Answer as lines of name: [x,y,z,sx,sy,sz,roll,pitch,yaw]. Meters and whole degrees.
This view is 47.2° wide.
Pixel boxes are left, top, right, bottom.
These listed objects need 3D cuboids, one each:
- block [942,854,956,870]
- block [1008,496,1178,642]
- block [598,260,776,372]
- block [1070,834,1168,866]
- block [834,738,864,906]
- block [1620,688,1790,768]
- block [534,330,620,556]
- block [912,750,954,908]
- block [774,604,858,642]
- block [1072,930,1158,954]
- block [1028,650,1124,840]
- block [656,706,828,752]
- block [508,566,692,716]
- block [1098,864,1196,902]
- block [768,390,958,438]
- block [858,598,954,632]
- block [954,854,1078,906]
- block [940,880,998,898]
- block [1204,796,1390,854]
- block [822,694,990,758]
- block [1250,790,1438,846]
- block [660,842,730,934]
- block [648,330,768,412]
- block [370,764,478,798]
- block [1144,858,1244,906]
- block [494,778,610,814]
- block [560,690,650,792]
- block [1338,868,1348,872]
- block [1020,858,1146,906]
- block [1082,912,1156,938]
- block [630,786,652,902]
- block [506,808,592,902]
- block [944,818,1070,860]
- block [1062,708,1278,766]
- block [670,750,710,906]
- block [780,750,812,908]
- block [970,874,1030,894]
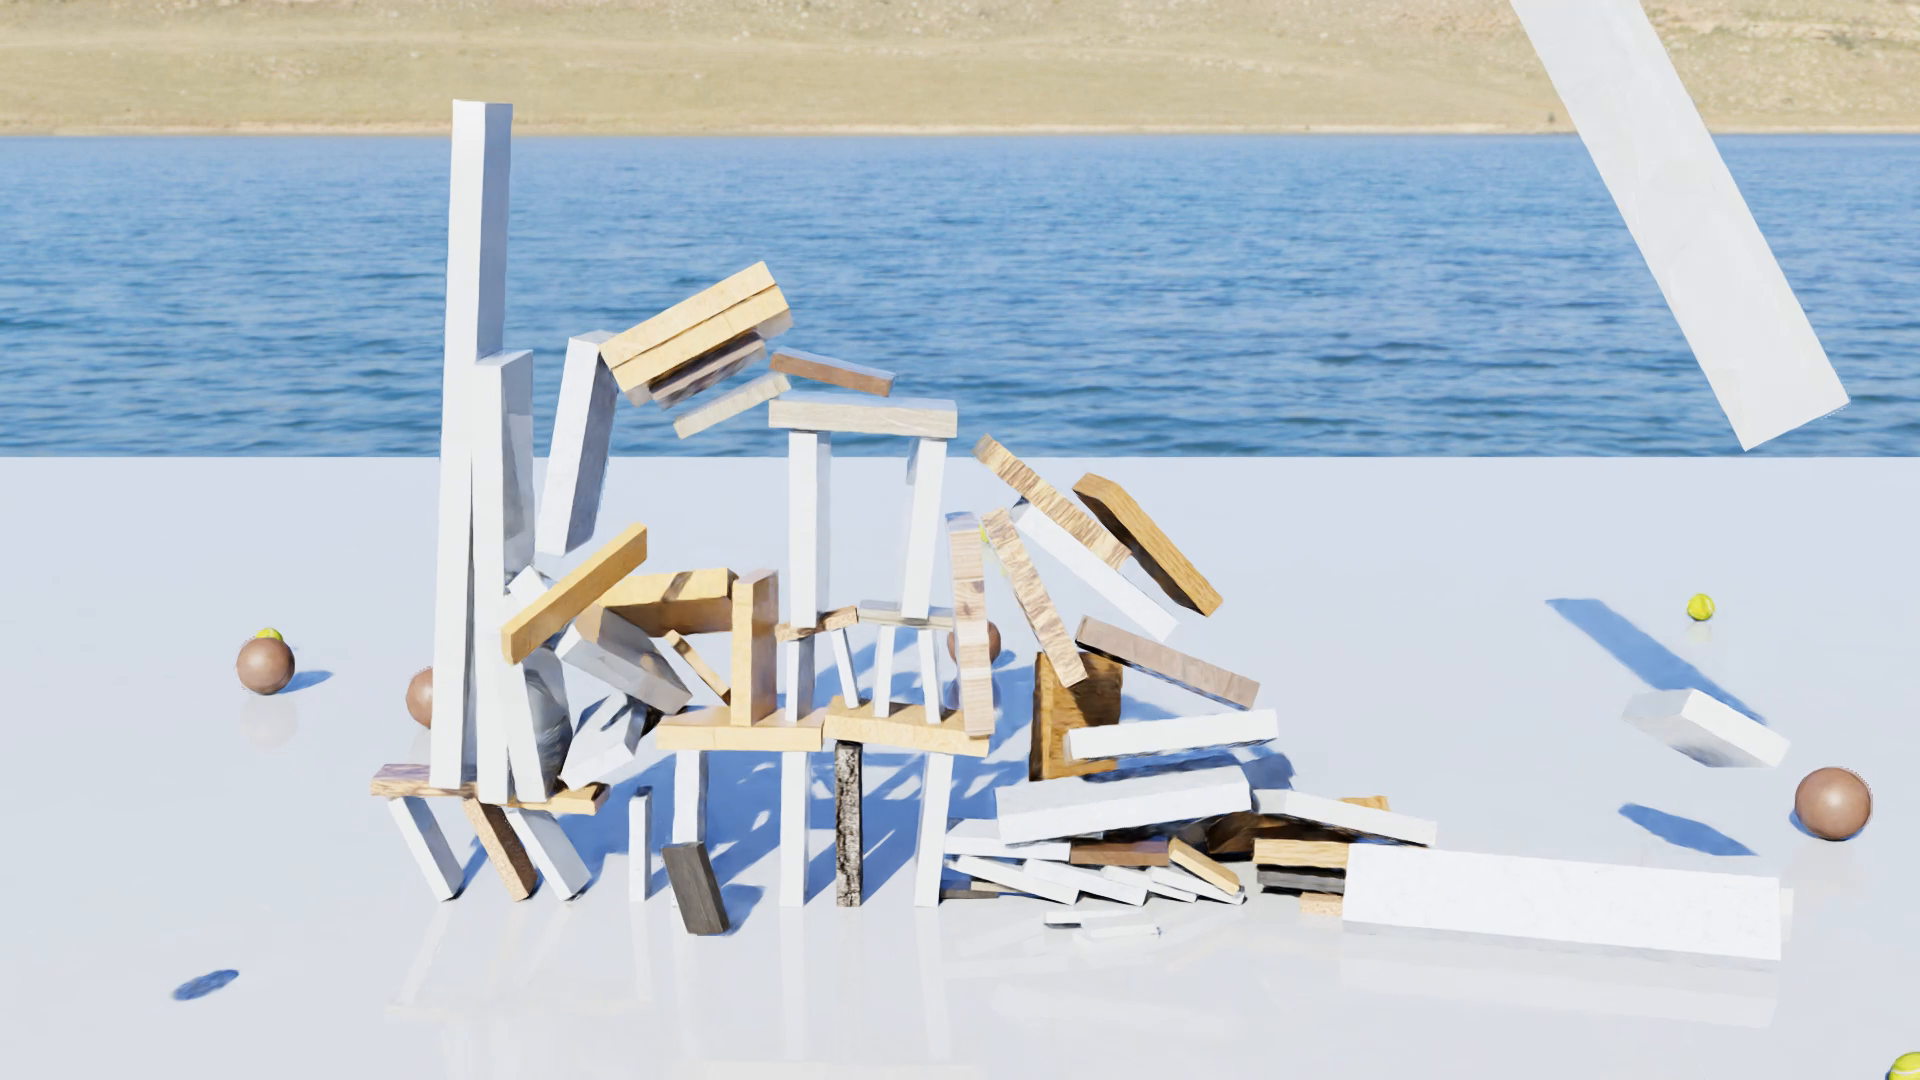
block: [0.014,0.541,3.662,0.096,0.014,0.048,18,9,-6]
block: [0.213,0.045,3.570,0.304,0.043,0.152,39,3,-7]
block: [-0.421,-0.340,3.455,0.287,0.041,0.144,-28,-5,-2]
block: [0.262,0.511,3.628,0.159,0.023,0.080,1,12,3]
block: [-0.184,0.458,3.647,0.038,0.267,0.134,0,11,0]
block: [1.154,0.295,3.423,0.161,0.046,0.321,30,-4,4]
block: [-0.613,-0.159,3.560,0.049,0.346,0.173,12,11,4]
block: [-0.045,0.457,3.645,0.038,0.267,0.134,5,10,-4]
block: [-0.233,0.136,3.581,0.134,0.019,0.067,-14,8,-1]
block: [0.244,0.622,3.452,0.122,0.017,0.061,-6,12,-29]
block: [0.202,0.367,3.876,0.170,0.339,0.048,2,3,-42]
block: [-0.355,0.309,3.614,0.266,0.038,0.133,1,11,2]
block: [-0.569,0.164,3.507,0.168,0.048,0.337,48,4,30]
block: [0.309,0.556,3.643,0.159,0.023,0.080,17,10,-10]
block: [-0.154,-0.202,3.502,0.293,0.042,0.147,3,11,-3]
block: [-0.088,0.122,3.577,0.152,0.022,0.076,6,10,-2]
block: [0.092,0.547,3.650,0.203,0.029,0.102,18,9,-5]
block: [0.014,0.582,3.664,0.096,0.014,0.048,2,10,-4]
block: [0.587,0.495,3.824,0.287,0.041,0.144,-1,-24,-22]
block: [-0.084,0.304,3.606,0.267,0.038,0.134,7,10,1]
block: [0.642,0.466,3.690,0.277,0.039,0.139,14,-10,-15]
block: [-0.416,0.547,3.460,0.073,0.147,0.021,-8,14,33]
block: [-0.397,-0.266,3.472,0.191,0.027,0.095,-28,-5,-4]
block: [-0.870,0.398,3.639,0.187,0.027,0.094,1,11,0]
block: [0.384,0.559,3.635,0.159,0.023,0.080,17,10,-10]
block: [-0.675,0.421,3.642,0.172,0.024,0.086,4,14,8]
block: [-0.577,0.317,3.603,0.118,0.034,0.237,-28,20,10]
block: [0.710,0.578,3.673,0.158,0.022,0.079,3,11,14]
block: [0.203,0.551,3.647,0.203,0.029,0.102,16,10,-5]
block: [0.249,0.605,3.451,0.105,0.015,0.053,-2,10,-13]
block: [-0.531,0.505,3.656,0.024,0.172,0.086,2,11,0]
block: [-0.683,0.509,3.659,0.024,0.172,0.086,-30,5,17]
block: [0.075,0.493,3.630,0.203,0.029,0.102,4,10,-3]
block: [0.341,0.323,3.601,0.333,0.047,0.167,-6,-9,-2]
block: [-0.446,0.458,3.645,0.038,0.266,0.133,4,11,0]
block: [-0.272,0.458,3.645,0.038,0.266,0.133,2,11,0]
block: [0.066,0.571,3.662,0.096,0.014,0.048,4,10,-3]
